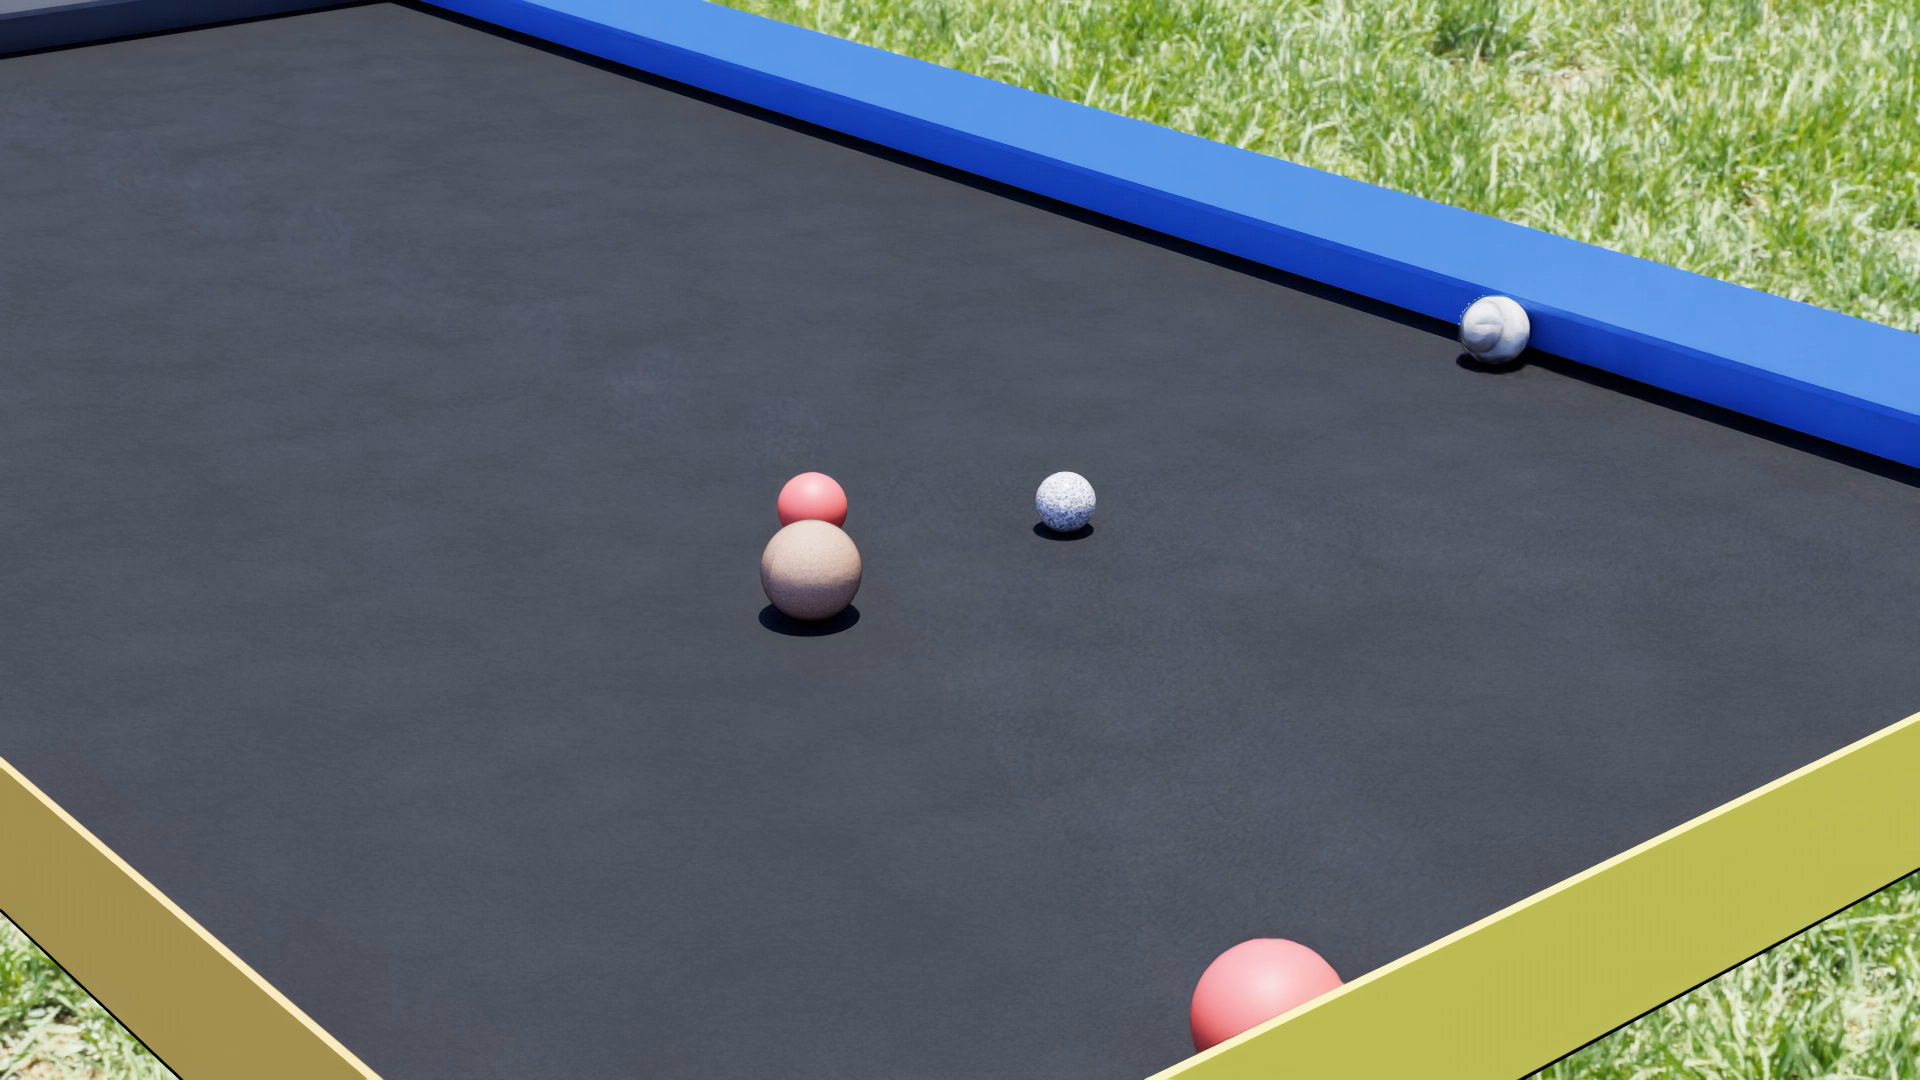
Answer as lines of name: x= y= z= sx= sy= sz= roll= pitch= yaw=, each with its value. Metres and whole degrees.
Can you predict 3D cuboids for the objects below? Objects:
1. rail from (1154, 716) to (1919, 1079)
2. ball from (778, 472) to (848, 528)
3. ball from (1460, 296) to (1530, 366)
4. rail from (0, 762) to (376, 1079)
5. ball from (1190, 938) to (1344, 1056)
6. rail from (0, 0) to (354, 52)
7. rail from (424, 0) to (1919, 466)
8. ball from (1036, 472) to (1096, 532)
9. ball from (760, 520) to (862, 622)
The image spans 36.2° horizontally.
rail: x=0.504 y=0.203 z=1.897 sx=1.712 sy=0.124 sz=0.045 roll=-17 pitch=28 yaw=-36
ball: x=-0.128 y=-0.028 z=2.554 sx=0.061 sy=0.061 sz=0.061 roll=0 pitch=22 yaw=0
ball: x=0.546 y=-0.214 z=3.000 sx=0.071 sy=0.071 sz=0.071 roll=0 pitch=22 yaw=0
rail: x=-1.161 y=-0.062 z=2.551 sx=0.045 sy=0.124 sz=3.258 roll=-17 pitch=28 yaw=-36
ball: x=0.184 y=0.283 z=1.740 sx=0.095 sy=0.095 sz=0.095 roll=0 pitch=22 yaw=0
rail: x=-1.543 y=-0.725 z=4.189 sx=1.712 sy=0.124 sz=0.045 roll=-17 pitch=28 yaw=-36
rail: x=0.122 y=-0.460 z=3.535 sx=0.045 sy=0.124 sz=3.258 roll=-17 pitch=28 yaw=-36
ball: x=0.093 y=-0.033 z=2.577 sx=0.054 sy=0.054 sz=0.054 roll=0 pitch=22 yaw=0
ball: x=-0.121 y=0.025 z=2.394 sx=0.083 sy=0.083 sz=0.083 roll=0 pitch=22 yaw=0
